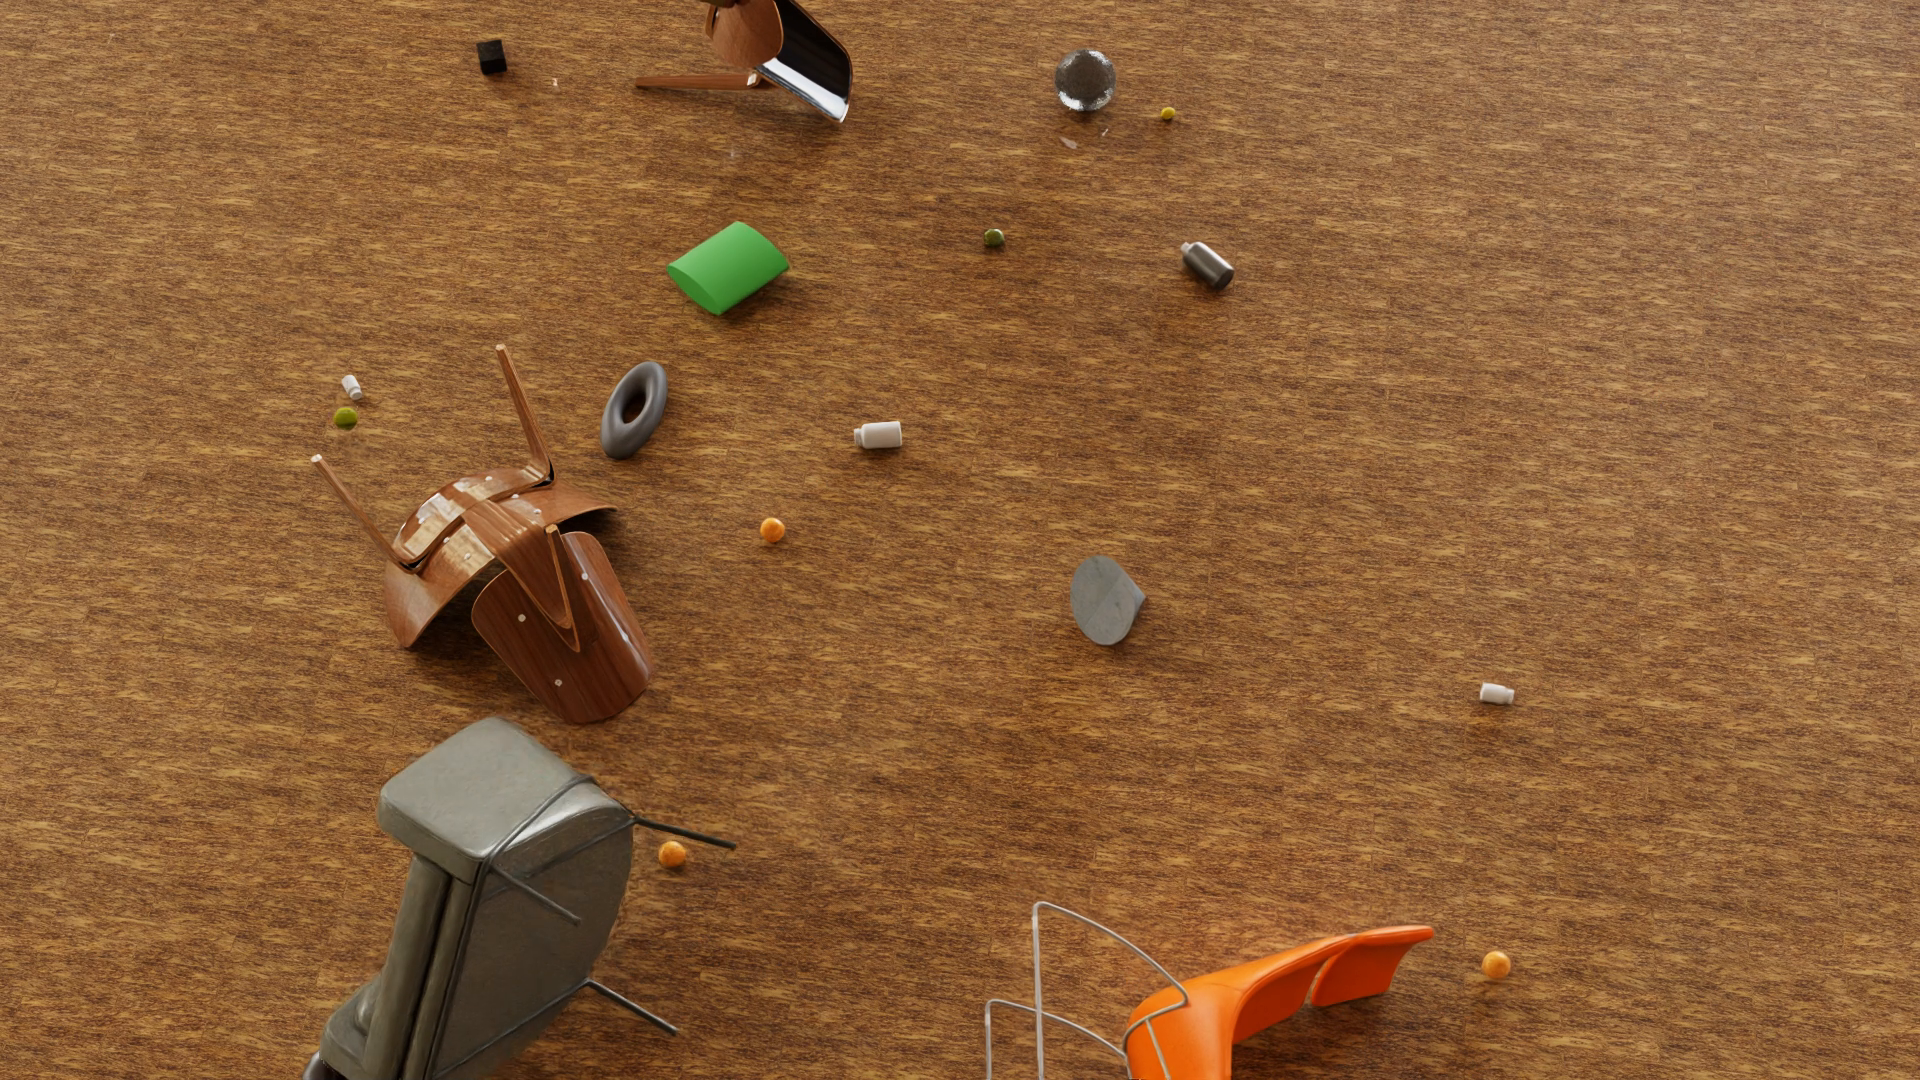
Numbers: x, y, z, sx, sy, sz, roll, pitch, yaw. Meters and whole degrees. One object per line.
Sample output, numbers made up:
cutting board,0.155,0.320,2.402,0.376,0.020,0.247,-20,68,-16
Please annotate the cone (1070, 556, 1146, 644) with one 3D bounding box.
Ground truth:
cone,0.478,0.170,6.398,0.188,0.246,0.266,-3,55,-43

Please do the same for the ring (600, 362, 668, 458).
ring,-1.006,-0.403,6.793,0.171,0.087,0.374,14,58,8

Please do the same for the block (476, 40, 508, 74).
block,-1.632,-1.683,7.667,0.087,0.061,0.094,-12,57,-8

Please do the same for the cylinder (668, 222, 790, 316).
cylinder,-0.748,-0.877,7.091,0.281,0.115,0.285,-37,56,-22

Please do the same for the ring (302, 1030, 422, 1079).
ring,-1.524,1.376,5.596,0.306,0.091,0.268,-5,55,-2

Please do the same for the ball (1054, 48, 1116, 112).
ball,0.427,-1.568,7.500,0.209,0.209,0.209,0,56,0
